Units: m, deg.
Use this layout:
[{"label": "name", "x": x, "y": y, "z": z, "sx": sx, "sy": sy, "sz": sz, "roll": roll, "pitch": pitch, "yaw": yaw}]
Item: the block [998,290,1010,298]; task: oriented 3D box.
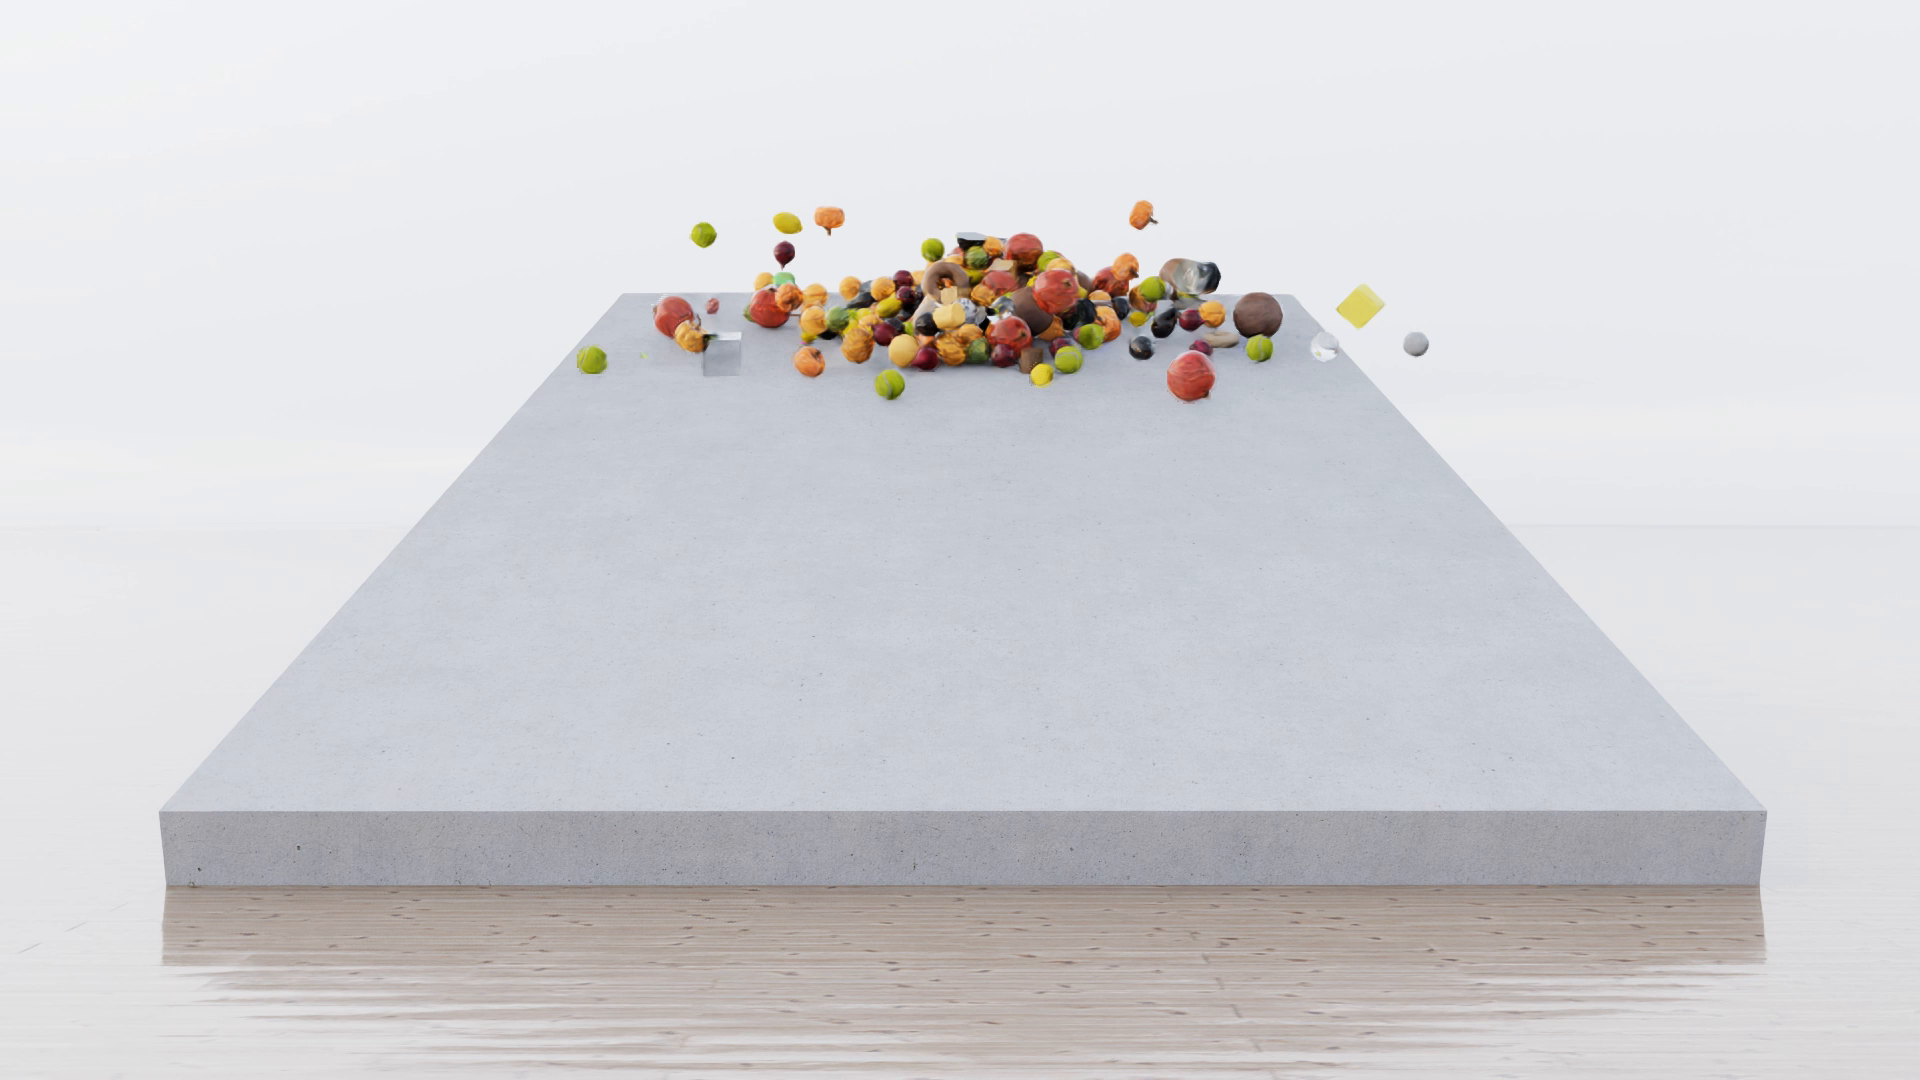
[{"label": "block", "x": 0.103, "y": -0.736, "z": 6.466, "sx": 0.058, "sy": 0.058, "sz": 0.058, "roll": 14, "pitch": 22, "yaw": 38}]

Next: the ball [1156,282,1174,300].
[{"label": "ball", "x": 0.581, "y": -0.709, "z": 6.260, "sx": 0.052, "sy": 0.052, "sz": 0.052, "roll": 0, "pitch": 0, "yaw": 0}]

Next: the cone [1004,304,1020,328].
[{"label": "cone", "x": 0.136, "y": -0.609, "z": 6.028, "sx": 0.064, "sy": 0.064, "sz": 0.064, "roll": -3, "pitch": -2, "yaw": 40}]

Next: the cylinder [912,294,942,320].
[{"label": "cylinder", "x": -0.074, "y": -0.594, "z": 5.776, "sx": 0.077, "sy": 0.077, "sz": 0.077, "roll": 33, "pitch": 11, "yaw": -7}]

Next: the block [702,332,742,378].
[{"label": "block", "x": -0.582, "y": -0.453, "z": 5.389, "sx": 0.093, "sy": 0.093, "sz": 0.093, "roll": -2, "pitch": 16, "yaw": -6}]

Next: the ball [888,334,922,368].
[{"label": "ball", "x": -0.137, "y": -0.470, "z": 5.472, "sx": 0.082, "sy": 0.082, "sz": 0.082, "roll": 0, "pitch": 0, "yaw": 0}]

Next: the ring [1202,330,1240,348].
[{"label": "ring", "x": 0.683, "y": -0.525, "z": 5.765, "sx": 0.098, "sy": 0.033, "sz": 0.098, "roll": 0, "pitch": 17, "yaw": 0}]

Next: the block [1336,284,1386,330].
[{"label": "block", "x": 1.059, "y": -0.617, "z": 5.816, "sx": 0.081, "sy": 0.081, "sz": 0.081, "roll": -48, "pitch": -8, "yaw": 28}]

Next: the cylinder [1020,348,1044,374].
[{"label": "cylinder", "x": 0.176, "y": -0.440, "z": 5.411, "sx": 0.057, "sy": 0.057, "sz": 0.057, "roll": 0, "pitch": 16, "yaw": 0}]

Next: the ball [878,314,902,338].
[{"label": "ball", "x": -0.187, "y": -0.571, "z": 5.870, "sx": 0.062, "sy": 0.062, "sz": 0.062, "roll": 0, "pitch": 0, "yaw": 0}]

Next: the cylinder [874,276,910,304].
[{"label": "cylinder", "x": -0.194, "y": -0.690, "z": 6.216, "sx": 0.078, "sy": 0.078, "sz": 0.078, "roll": -19, "pitch": 32, "yaw": 12}]

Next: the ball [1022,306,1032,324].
[{"label": "ball", "x": 0.175, "y": -0.620, "z": 6.067, "sx": 0.052, "sy": 0.052, "sz": 0.052, "roll": 0, "pitch": 0, "yaw": 0}]

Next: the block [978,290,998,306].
[{"label": "block", "x": 0.070, "y": -0.715, "z": 6.392, "sx": 0.058, "sy": 0.058, "sz": 0.058, "roll": 10, "pitch": 20, "yaw": 33}]

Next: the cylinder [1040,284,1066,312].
[{"label": "cylinder", "x": 0.246, "y": -0.642, "z": 5.833, "sx": 0.052, "sy": 0.052, "sz": 0.052, "roll": 0, "pitch": -36, "yaw": 36}]

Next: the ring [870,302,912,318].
[{"label": "ring", "x": -0.194, "y": -0.637, "z": 6.102, "sx": 0.117, "sy": 0.039, "sz": 0.117, "roll": 2, "pitch": 14, "yaw": 0}]

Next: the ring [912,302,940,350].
[{"label": "ring", "x": -0.080, "y": -0.554, "z": 5.688, "sx": 0.043, "sy": 0.128, "sz": 0.128, "roll": 15, "pitch": 8, "yaw": 27}]

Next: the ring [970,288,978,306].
[{"label": "ring", "x": 0.015, "y": -0.659, "z": 6.136, "sx": 0.031, "sy": 0.092, "sz": 0.092, "roll": 7, "pitch": 5, "yaw": 43}]

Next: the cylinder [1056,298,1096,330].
[{"label": "cylinder", "x": 0.310, "y": -0.604, "z": 5.885, "sx": 0.078, "sy": 0.078, "sz": 0.078, "roll": 0, "pitch": 2, "yaw": 42}]

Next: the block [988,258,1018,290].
[{"label": "block", "x": 0.119, "y": -0.731, "z": 6.057, "sx": 0.060, "sy": 0.060, "sz": 0.060, "roll": 6, "pitch": 37, "yaw": 20}]

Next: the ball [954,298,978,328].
[{"label": "ball", "x": 0.009, "y": -0.575, "z": 5.598, "sx": 0.076, "sy": 0.076, "sz": 0.076, "roll": 0, "pitch": 0, "yaw": 0}]

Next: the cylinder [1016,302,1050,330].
[{"label": "cylinder", "x": 0.198, "y": -0.611, "z": 5.995, "sx": 0.066, "sy": 0.066, "sz": 0.066, "roll": -22, "pitch": 15, "yaw": -40}]

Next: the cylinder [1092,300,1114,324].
[{"label": "cylinder", "x": 0.387, "y": -0.630, "z": 6.077, "sx": 0.062, "sy": 0.062, "sz": 0.062, "roll": -3, "pitch": 1, "yaw": -9}]

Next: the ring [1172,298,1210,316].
[{"label": "ring", "x": 0.655, "y": -0.662, "z": 6.250, "sx": 0.107, "sy": 0.036, "sz": 0.107, "roll": 0, "pitch": 17, "yaw": 0}]

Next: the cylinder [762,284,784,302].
[{"label": "cylinder", "x": -0.548, "y": -0.723, "z": 6.437, "sx": 0.050, "sy": 0.050, "sz": 0.050, "roll": 0, "pitch": 14, "yaw": 22}]

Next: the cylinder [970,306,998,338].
[{"label": "cylinder", "x": 0.060, "y": -0.582, "z": 5.863, "sx": 0.063, "sy": 0.063, "sz": 0.063, "roll": 0, "pitch": -22, "yaw": 35}]

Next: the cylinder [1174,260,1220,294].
[{"label": "cylinder", "x": 0.616, "y": -0.683, "z": 5.717, "sx": 0.087, "sy": 0.087, "sz": 0.087, "roll": 0, "pitch": 3, "yaw": 44}]

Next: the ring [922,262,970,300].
[{"label": "ring", "x": -0.038, "y": -0.678, "z": 5.863, "sx": 0.131, "sy": 0.131, "sz": 0.044, "roll": 0, "pitch": -7, "yaw": -9}]

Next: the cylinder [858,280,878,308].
[{"label": "cylinder", "x": -0.254, "y": -0.703, "z": 6.299, "sx": 0.059, "sy": 0.059, "sz": 0.059, "roll": -16, "pitch": 32, "yaw": 10}]

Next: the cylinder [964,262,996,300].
[{"label": "cylinder", "x": 0.053, "y": -0.733, "z": 6.230, "sx": 0.079, "sy": 0.079, "sz": 0.079, "roll": -30, "pitch": -8, "yaw": -4}]

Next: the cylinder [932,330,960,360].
[{"label": "cylinder", "x": -0.037, "y": -0.494, "z": 5.577, "sx": 0.053, "sy": 0.053, "sz": 0.053, "roll": -17, "pitch": -38, "yaw": -14}]

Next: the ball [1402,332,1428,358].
[{"label": "ball", "x": 1.250, "y": -0.536, "z": 6.035, "sx": 0.070, "sy": 0.070, "sz": 0.070, "roll": 0, "pitch": 0, "yaw": 0}]

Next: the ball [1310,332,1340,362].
[{"label": "ball", "x": 0.921, "y": -0.487, "z": 5.552, "sx": 0.074, "sy": 0.074, "sz": 0.074, "roll": 0, "pitch": 0, "yaw": 0}]

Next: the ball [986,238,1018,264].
[{"label": "ball", "x": 0.121, "y": -0.821, "z": 6.320, "sx": 0.088, "sy": 0.088, "sz": 0.088, "roll": 0, "pitch": 0, "yaw": 0}]

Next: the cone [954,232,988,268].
[{"label": "cone", "x": 0.027, "y": -0.790, "z": 6.051, "sx": 0.092, "sy": 0.092, "sz": 0.092, "roll": 5, "pitch": 21, "yaw": -2}]

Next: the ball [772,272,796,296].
[{"label": "ball", "x": -0.520, "y": -0.758, "z": 6.500, "sx": 0.070, "sy": 0.070, "sz": 0.070, "roll": 0, "pitch": 0, "yaw": 0}]

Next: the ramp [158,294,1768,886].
[{"label": "ramp", "x": -0.002, "y": -0.153, "z": 4.675, "sx": 2.000, "sy": 0.100, "sz": 4.000, "roll": 0, "pitch": 16, "yaw": 0}]

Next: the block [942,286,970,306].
[{"label": "block", "x": -0.011, "y": -0.625, "z": 5.717, "sx": 0.052, "sy": 0.052, "sz": 0.052, "roll": -8, "pitch": -10, "yaw": 40}]

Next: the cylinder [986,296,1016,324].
[{"label": "cylinder", "x": 0.104, "y": -0.586, "z": 5.619, "sx": 0.054, "sy": 0.054, "sz": 0.054, "roll": 0, "pitch": 37, "yaw": 48}]

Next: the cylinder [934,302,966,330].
[{"label": "cylinder", "x": -0.026, "y": -0.552, "z": 5.430, "sx": 0.056, "sy": 0.056, "sz": 0.056, "roll": -11, "pitch": -6, "yaw": 35}]
